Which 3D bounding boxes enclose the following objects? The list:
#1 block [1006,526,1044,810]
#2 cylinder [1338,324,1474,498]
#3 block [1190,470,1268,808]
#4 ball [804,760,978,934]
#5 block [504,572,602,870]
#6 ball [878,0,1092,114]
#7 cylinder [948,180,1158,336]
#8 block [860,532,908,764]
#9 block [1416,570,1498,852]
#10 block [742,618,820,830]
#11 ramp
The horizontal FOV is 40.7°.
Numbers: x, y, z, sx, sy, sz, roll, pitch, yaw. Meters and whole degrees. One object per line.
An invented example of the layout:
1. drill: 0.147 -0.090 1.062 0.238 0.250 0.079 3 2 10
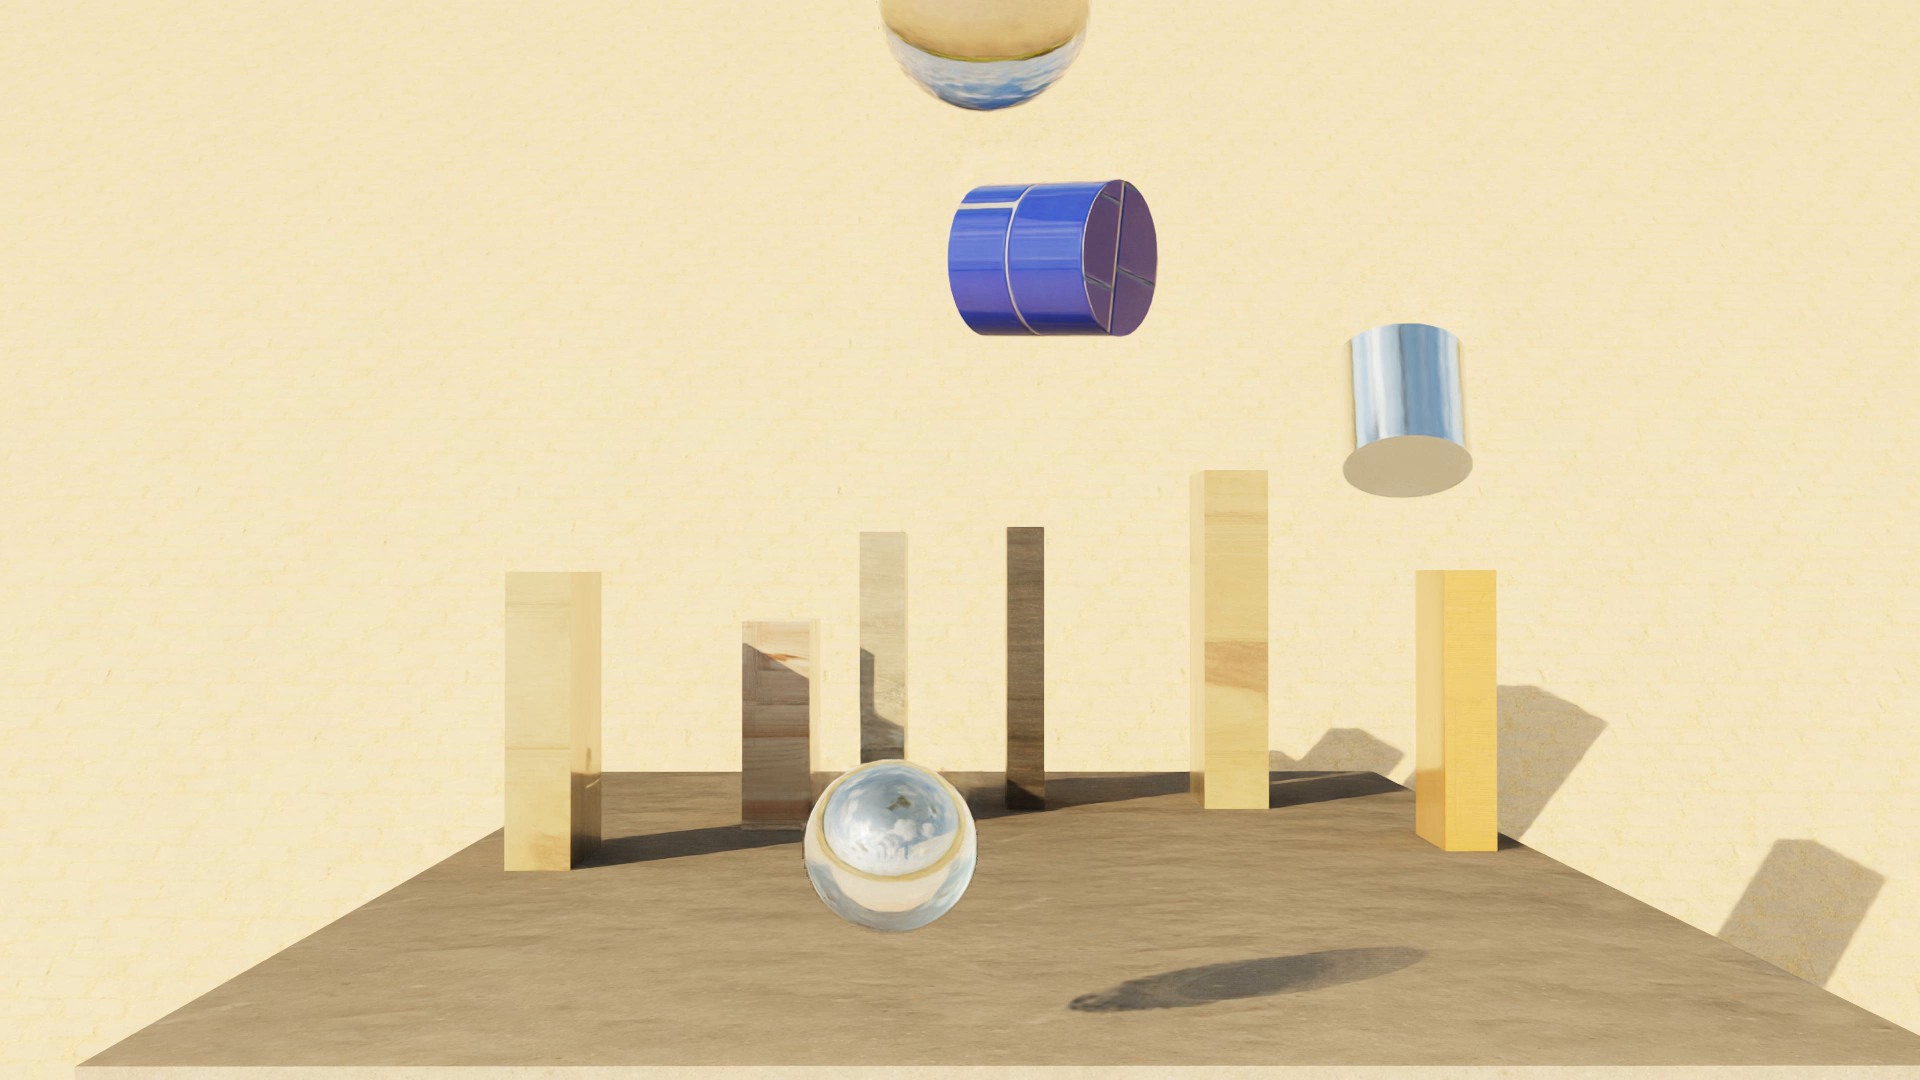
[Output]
1. block: 0.143 0.280 5.759 0.081 0.615 0.243 0 -1 0
2. cylinder: 0.449 -0.130 2.616 0.129 0.129 0.129 1 63 2
3. block: 0.603 0.219 5.835 0.140 0.739 0.361 0 -1 0
4. ball: -0.074 0.328 2.776 0.185 0.185 0.185 0 32 0
5. block: -0.733 0.316 4.693 0.114 0.518 0.390 0 -1 0
6. ball: 0.024 -0.501 2.425 0.200 0.200 0.200 0 32 0
7. cylinder: 0.091 -0.271 2.508 0.149 0.149 0.149 3 29 32
8. block: -0.161 0.285 5.535 0.094 0.601 0.346 0 -1 0
9. block: 0.947 0.318 4.958 0.096 0.520 0.311 0 -1 0
10. block: -0.370 0.375 5.405 0.136 0.418 0.407 0 -1 0
11. ramp: 0.071 0.625 4.715 2.000 0.100 4.000 0 -1 0
